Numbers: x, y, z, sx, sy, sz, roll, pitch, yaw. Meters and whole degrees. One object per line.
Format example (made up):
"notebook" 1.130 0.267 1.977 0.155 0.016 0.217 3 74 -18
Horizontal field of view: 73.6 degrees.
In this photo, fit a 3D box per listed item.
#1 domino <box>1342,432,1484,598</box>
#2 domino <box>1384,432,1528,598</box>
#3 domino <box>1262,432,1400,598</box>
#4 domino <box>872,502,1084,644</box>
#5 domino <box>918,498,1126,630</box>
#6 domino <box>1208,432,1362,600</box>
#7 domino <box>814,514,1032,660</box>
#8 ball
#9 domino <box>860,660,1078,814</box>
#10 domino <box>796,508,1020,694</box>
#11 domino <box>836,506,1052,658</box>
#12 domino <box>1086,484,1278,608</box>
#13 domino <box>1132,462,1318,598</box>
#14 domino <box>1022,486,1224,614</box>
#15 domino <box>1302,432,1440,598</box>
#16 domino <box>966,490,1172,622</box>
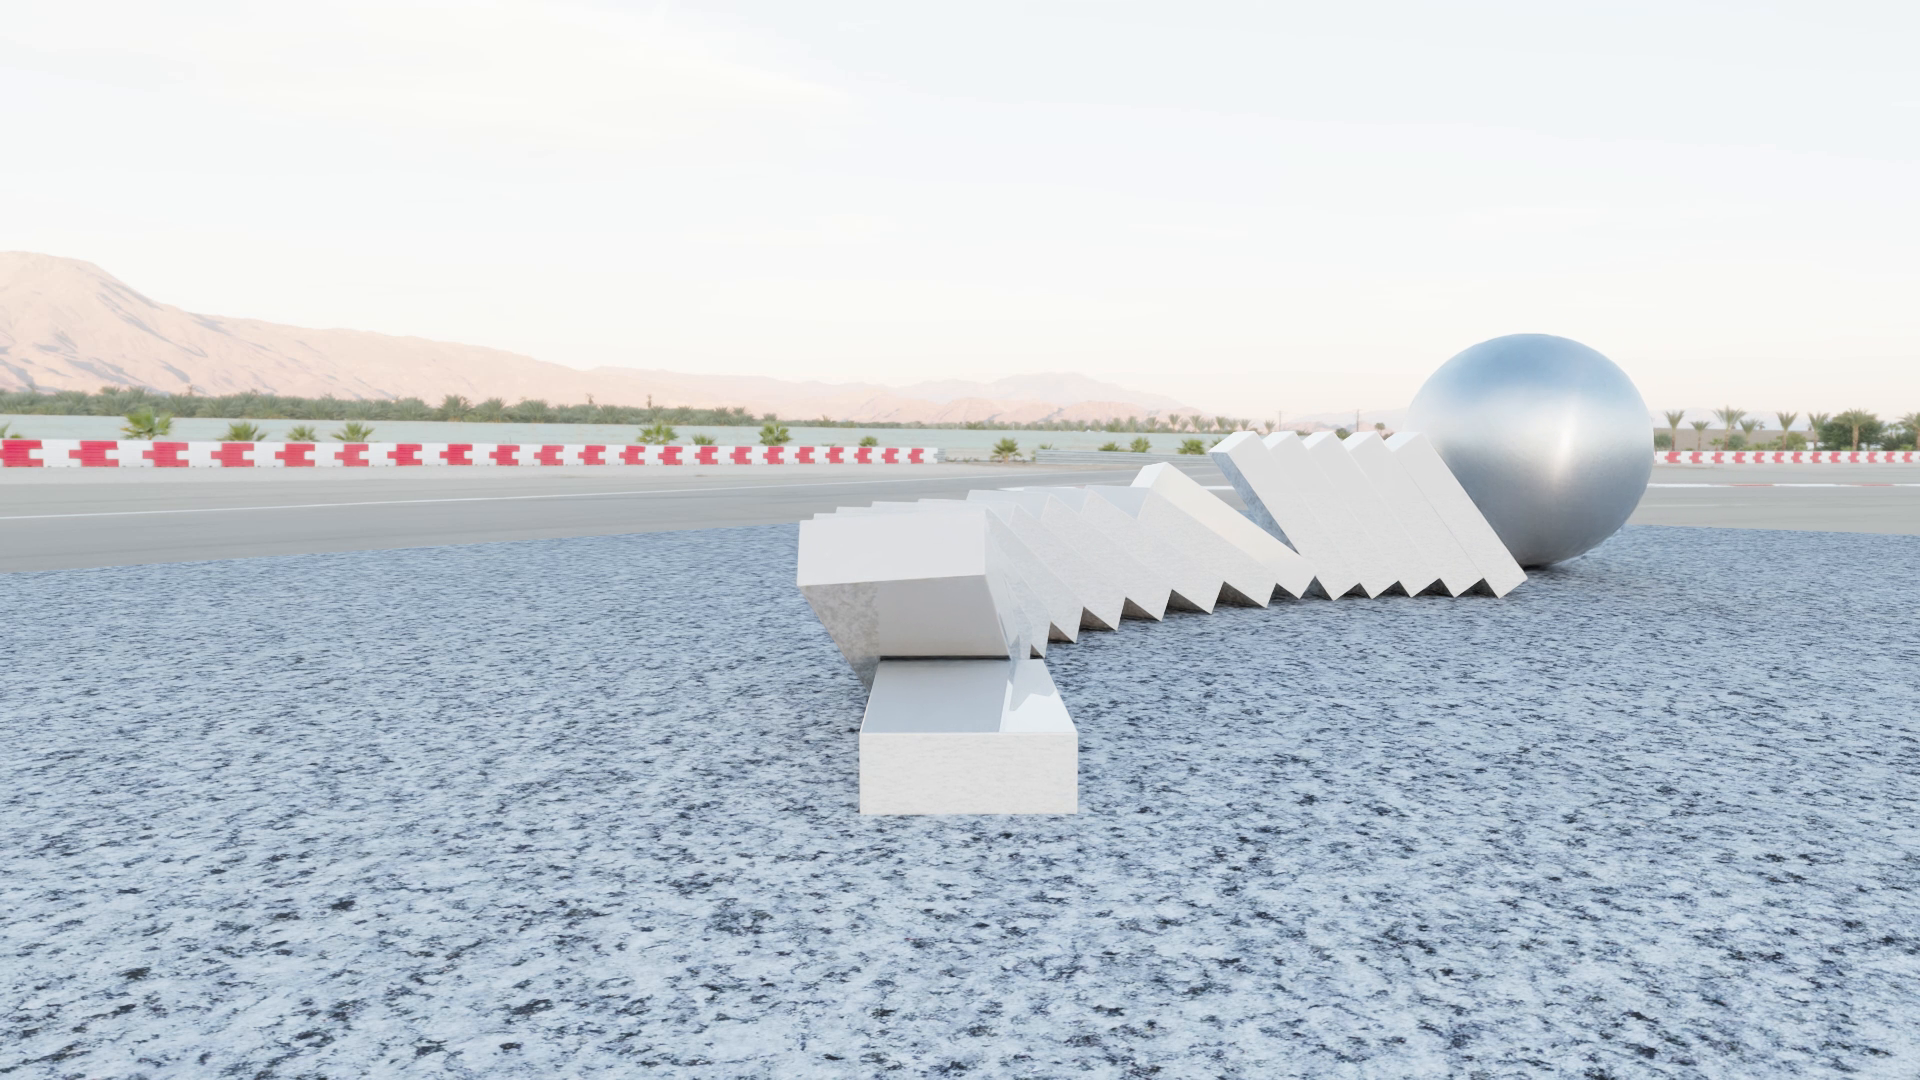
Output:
"domino" 0.126 -0.008 0.366 0.009 0.050 0.025 -36 1 5
"domino" 0.138 -0.008 0.364 0.010 0.050 0.025 -36 1 5
"domino" 0.102 -0.008 0.363 0.010 0.050 0.025 -36 3 3
"domino" 0.004 0.007 0.261 0.025 0.010 0.050 2 -22 29
"domino" 0.014 0.006 0.282 0.025 0.010 0.050 3 -21 37
"domino" 0.090 -0.007 0.358 0.010 0.050 0.025 -36 4 2
"domino" -0.005 0.010 0.217 0.025 0.010 0.050 0 -24 15
"ball" 0.193 -0.030 0.439 0.080 0.080 0.080 0 4 0
"domino" 0.001 0.025 0.172 0.025 0.010 0.050 0 4 -1
"domino" -0.006 0.011 0.192 0.025 0.010 0.050 -4 -25 7
"domino" -0.002 0.009 0.240 0.025 0.010 0.050 2 -23 22
"domino" 0.056 0.002 0.331 0.050 0.010 0.025 30 -12 -30
"domino" 0.071 -0.003 0.350 0.050 0.010 0.025 34 -3 -5
"domino" 0.039 0.003 0.319 0.050 0.010 0.025 31 -14 -32
"domino" 0.115 -0.008 0.366 0.009 0.050 0.025 -36 1 5
"domino" 0.025 0.004 0.302 0.025 0.010 0.050 4 -22 46
